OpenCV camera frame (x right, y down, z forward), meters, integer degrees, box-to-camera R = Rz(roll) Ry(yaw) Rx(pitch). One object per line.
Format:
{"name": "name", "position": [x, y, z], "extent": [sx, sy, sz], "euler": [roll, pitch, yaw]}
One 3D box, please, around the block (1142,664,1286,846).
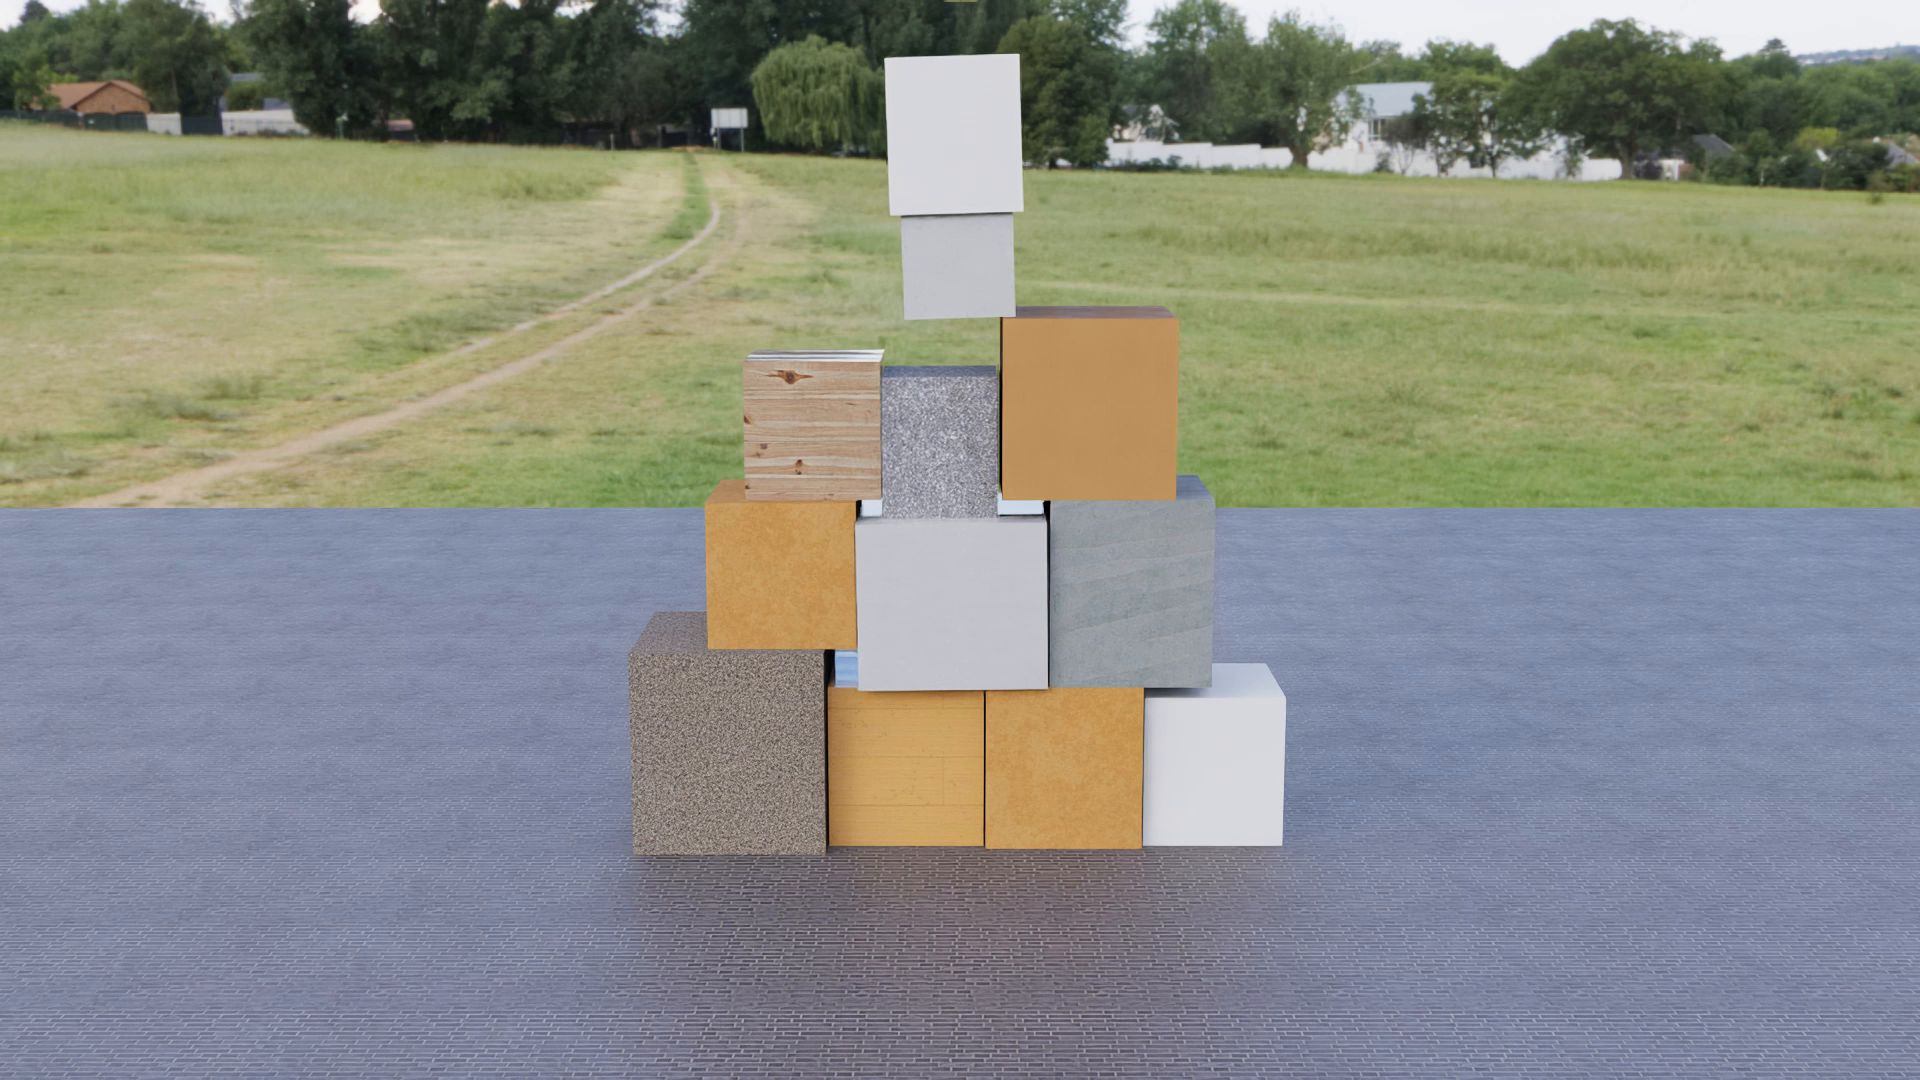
{"name": "block", "position": [1.273, 1.098, 11.388], "extent": [0.704, 0.765, 0.742], "euler": [0, 10, 0]}

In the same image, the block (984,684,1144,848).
{"name": "block", "position": [0.519, 1.067, 11.373], "extent": [0.784, 0.832, 0.834], "euler": [0, 10, 0]}

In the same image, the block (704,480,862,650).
{"name": "block", "position": [-0.879, 0.111, 11.194], "extent": [0.736, 0.730, 0.779], "euler": [0, 10, 0]}

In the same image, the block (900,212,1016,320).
{"name": "block", "position": [-0.008, -1.379, 10.935], "extent": [0.540, 0.504, 0.577], "euler": [-2, 10, 0]}

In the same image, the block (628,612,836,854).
{"name": "block", "position": [-1.147, 0.974, 11.347], "extent": [0.956, 1.024, 1.000], "euler": [0, 10, 0]}

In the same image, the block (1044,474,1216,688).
{"name": "block", "position": [0.845, 0.194, 11.225], "extent": [0.803, 0.938, 0.843], "euler": [0, 10, 0]}

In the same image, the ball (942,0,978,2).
{"name": "ball", "position": [0.000, -4.631, 15.578], "extent": [1.600, 1.600, 1.600], "euler": [0, 10, 0]}

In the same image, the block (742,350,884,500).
{"name": "block", "position": [-0.724, -0.589, 11.088], "extent": [0.670, 0.685, 0.629], "euler": [0, 10, 0]}

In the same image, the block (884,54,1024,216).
{"name": "block", "position": [-0.027, -1.992, 10.828], "extent": [0.641, 0.741, 0.642], "euler": [-2, 10, 0]}

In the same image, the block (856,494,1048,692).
{"name": "block", "position": [-0.039, 0.249, 11.227], "extent": [0.934, 0.834, 0.912], "euler": [-1, 10, 0]}

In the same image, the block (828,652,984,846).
{"name": "block", "position": [-0.271, 1.068, 11.392], "extent": [0.776, 0.822, 0.769], "euler": [0, 10, 0]}

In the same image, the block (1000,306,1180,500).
{"name": "block", "position": [0.631, -0.702, 11.057], "extent": [0.848, 0.885, 0.822], "euler": [0, 10, 0]}

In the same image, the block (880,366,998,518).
{"name": "block", "position": [-0.102, -0.502, 11.073], "extent": [0.571, 0.697, 0.562], "euler": [0, 10, 0]}
